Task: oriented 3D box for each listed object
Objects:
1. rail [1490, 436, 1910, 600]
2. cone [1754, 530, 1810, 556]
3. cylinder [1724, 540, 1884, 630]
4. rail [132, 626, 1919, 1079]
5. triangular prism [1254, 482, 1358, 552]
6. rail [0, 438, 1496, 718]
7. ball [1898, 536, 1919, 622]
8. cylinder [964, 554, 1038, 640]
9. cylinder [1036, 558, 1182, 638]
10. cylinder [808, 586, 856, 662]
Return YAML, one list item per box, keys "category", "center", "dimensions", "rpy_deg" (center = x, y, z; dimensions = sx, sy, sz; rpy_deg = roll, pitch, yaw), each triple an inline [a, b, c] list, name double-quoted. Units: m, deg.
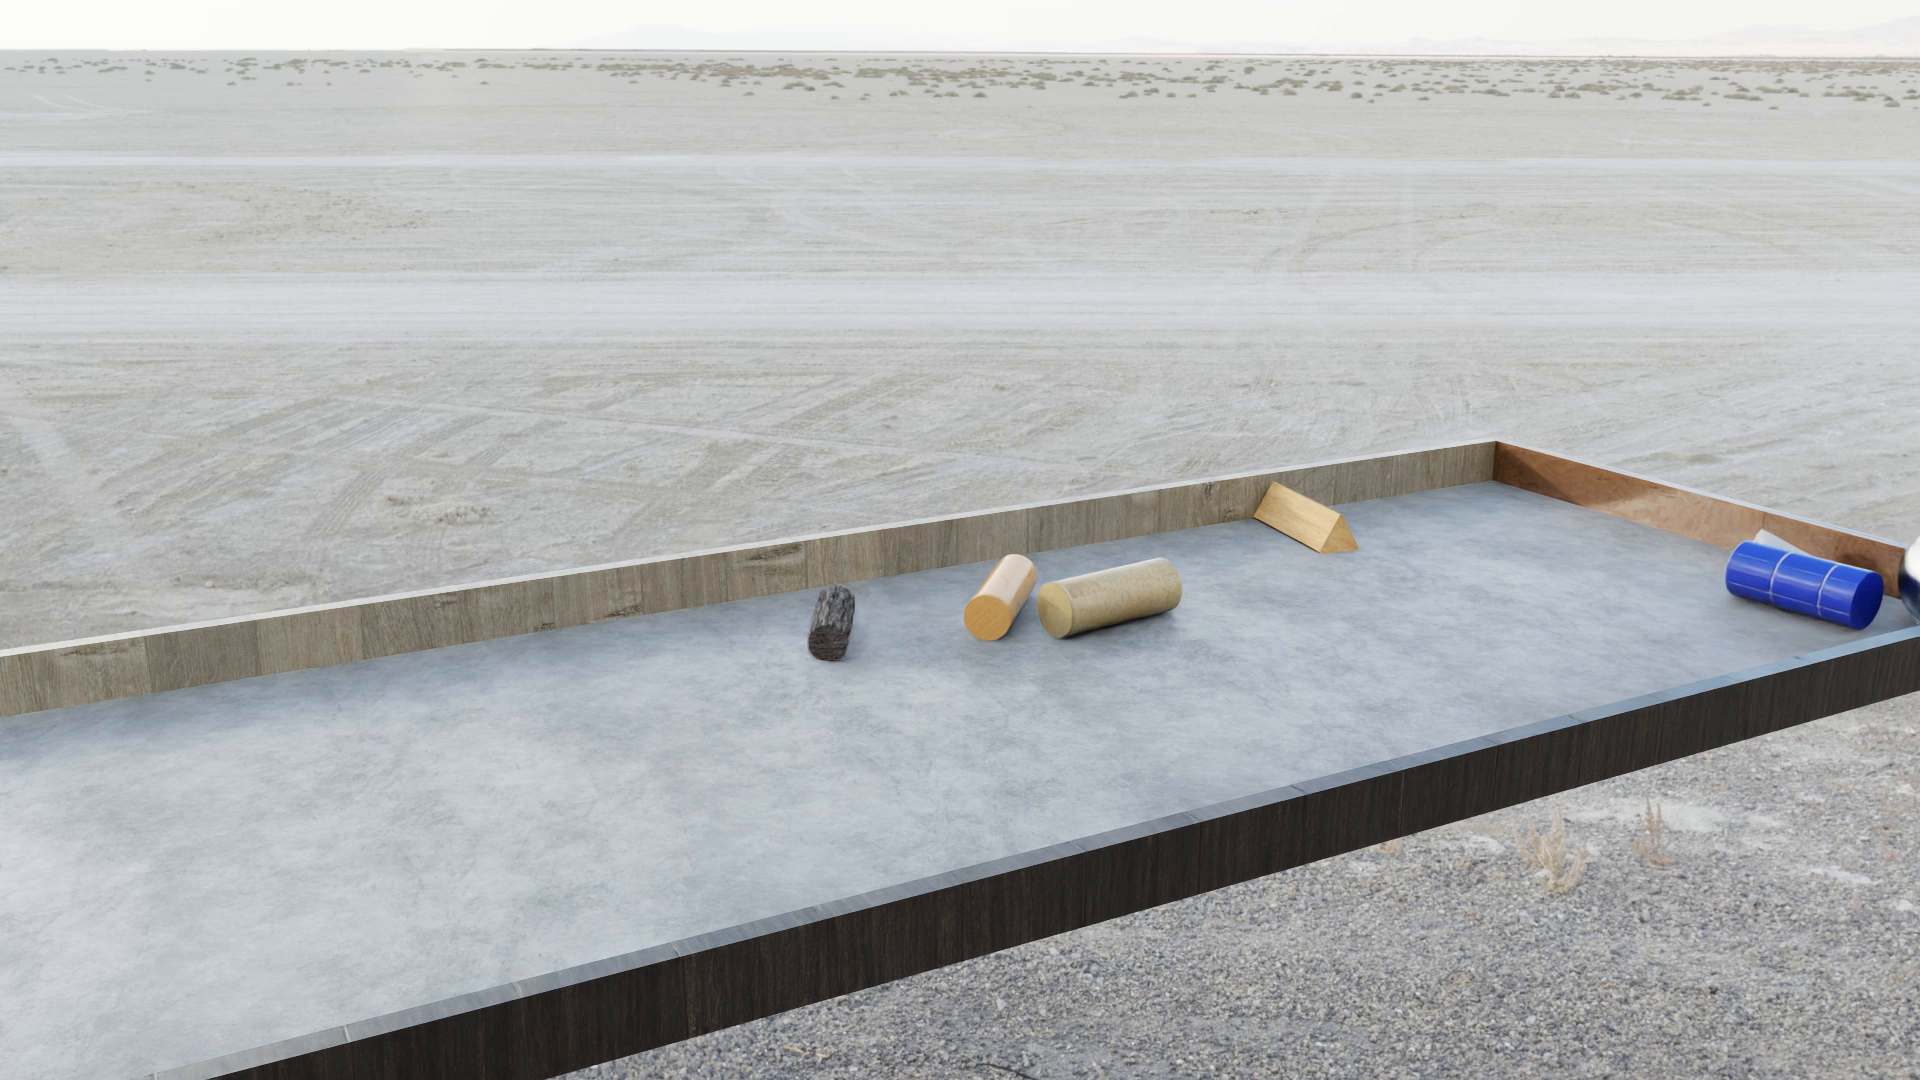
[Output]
- category: "rail"
  center: [2.466, -0.048, 5.253]
  dimensions: [0.050, 0.150, 2.100]
  rpy_deg: [-9, 18, -27]
- category: "cone"
  center: [2.526, 0.102, 4.865]
  dimensions: [0.359, 0.165, 0.165]
  rpy_deg: [18, 21, 14]
- category: "cylinder"
  center: [2.370, 0.124, 4.641]
  dimensions: [0.165, 0.165, 0.365]
  rpy_deg: [-11, 20, -33]
- category: "rail"
  center: [-2.336, 1.006, 1.665]
  dimensions: [12.000, 0.150, 0.050]
  rpy_deg: [-9, 18, -27]
- category: "triangular prism"
  center: [1.132, -0.082, 5.408]
  dimensions: [0.139, 0.120, 0.438]
  rpy_deg: [-6, 17, -17]
- category: "rail"
  center: [-3.305, 0.497, 3.399]
  dimensions: [12.000, 0.150, 0.050]
  rpy_deg: [-9, 18, -27]
- category: "ball"
  center: [2.703, 0.106, 4.440]
  dimensions: [0.313, 0.313, 0.313]
  rpy_deg: [0, 16, 0]
- category: "cylinder"
  center: [0.117, 0.156, 4.599]
  dimensions: [0.128, 0.128, 0.389]
  rpy_deg: [4, 17, 13]
- category: "cylinder"
  center: [0.415, 0.157, 4.550]
  dimensions: [0.394, 0.153, 0.153]
  rpy_deg: [-11, 20, -34]
- category: "cylinder"
  center: [-0.342, 0.221, 4.422]
  dimensions: [0.103, 0.103, 0.331]
  rpy_deg: [0, 16, 0]
